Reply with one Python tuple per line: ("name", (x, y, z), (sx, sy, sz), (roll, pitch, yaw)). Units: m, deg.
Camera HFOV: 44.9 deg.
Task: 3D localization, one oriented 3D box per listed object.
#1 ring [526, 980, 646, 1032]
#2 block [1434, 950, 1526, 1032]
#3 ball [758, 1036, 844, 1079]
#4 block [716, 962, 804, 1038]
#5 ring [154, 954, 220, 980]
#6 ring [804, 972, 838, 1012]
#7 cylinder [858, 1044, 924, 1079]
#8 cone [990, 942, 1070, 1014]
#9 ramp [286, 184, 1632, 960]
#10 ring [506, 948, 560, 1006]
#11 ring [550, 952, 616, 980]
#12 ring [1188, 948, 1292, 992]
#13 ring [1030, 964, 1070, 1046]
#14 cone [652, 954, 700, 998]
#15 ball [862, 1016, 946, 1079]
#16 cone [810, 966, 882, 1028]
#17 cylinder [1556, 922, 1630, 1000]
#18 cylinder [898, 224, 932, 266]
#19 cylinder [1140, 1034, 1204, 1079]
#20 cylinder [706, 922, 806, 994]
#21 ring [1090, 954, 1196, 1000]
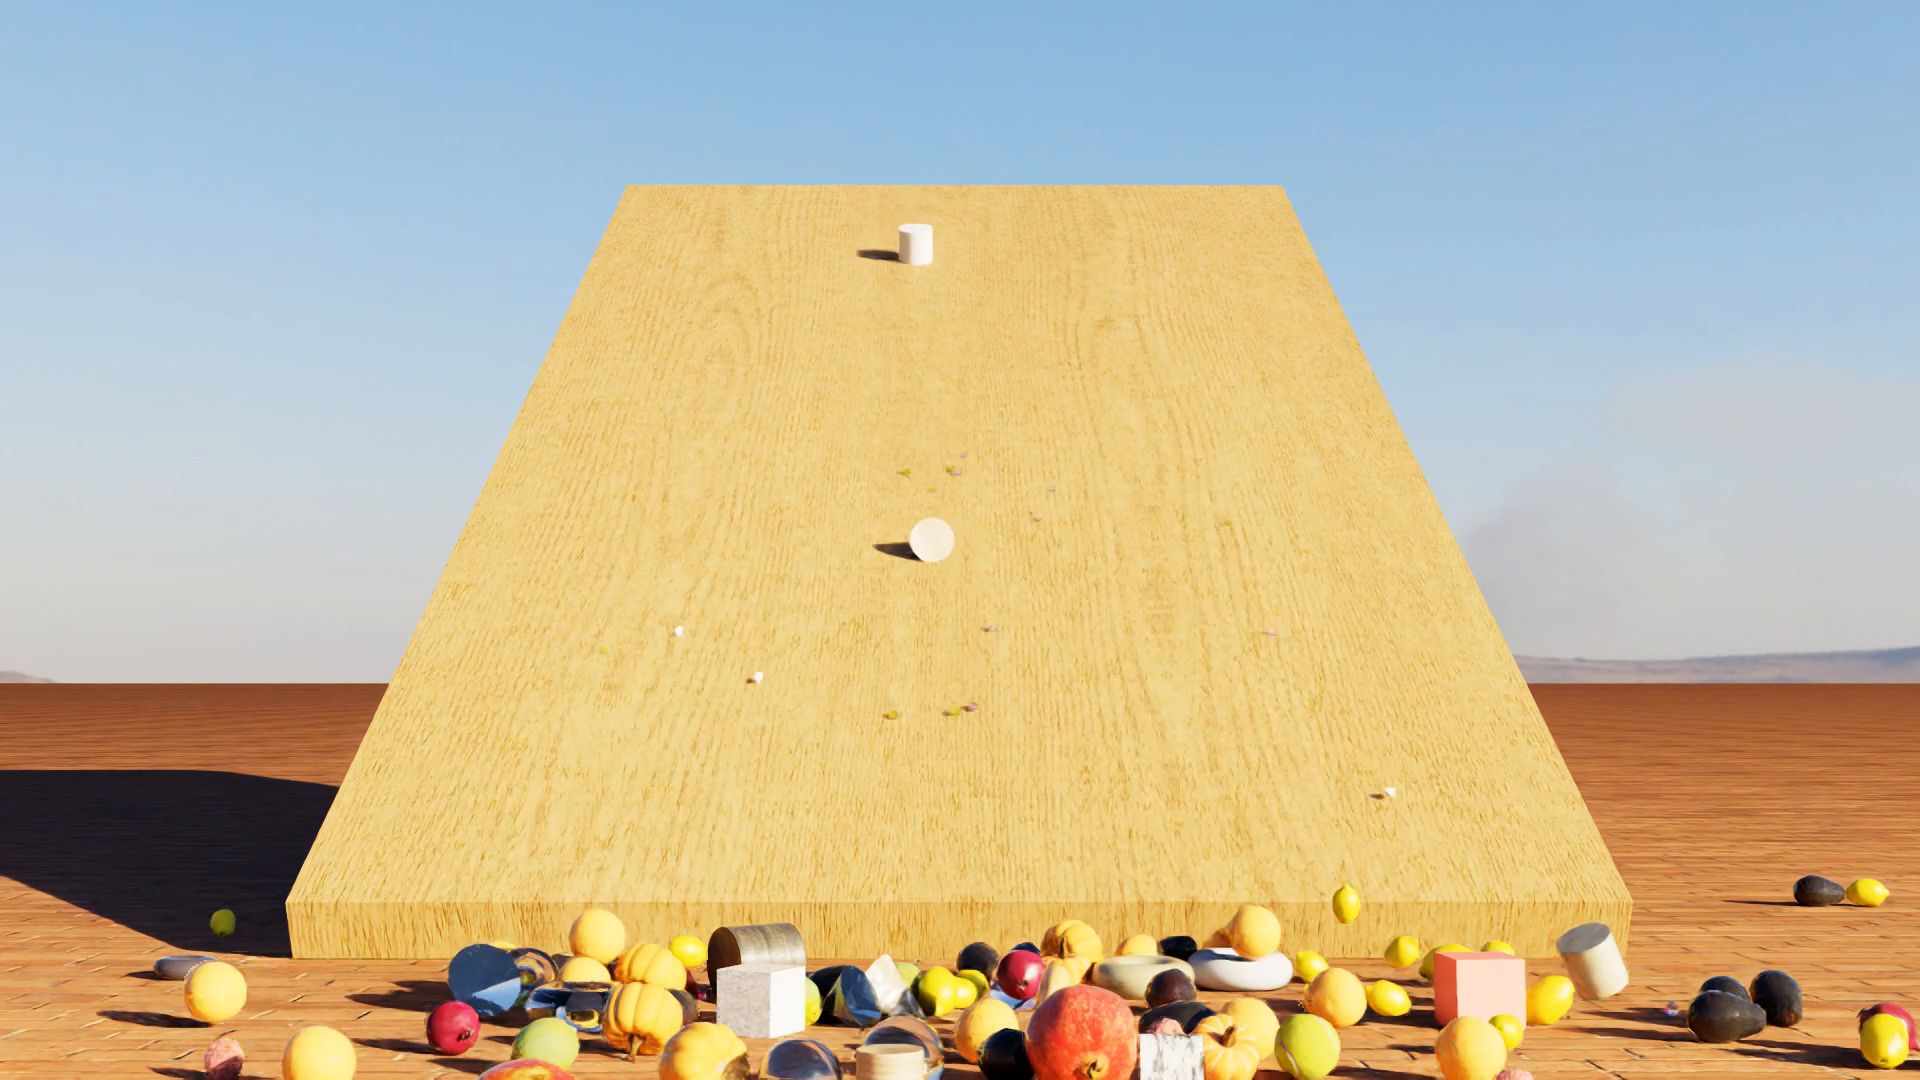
("ring", (-0.455, 0.566, 2.829), (0.145, 0.048, 0.145), (1, -4, 0))
("block", (0.631, 0.547, 2.825), (0.085, 0.085, 0.085), (0, -3, -7))
("ball", (-0.152, 0.513, 2.208), (0.081, 0.081, 0.081), (0, -3, 0))
("block", (-0.237, 0.549, 2.775), (0.076, 0.076, 0.076), (-2, -4, 28))
("ring", (-1.088, 0.601, 3.271), (0.088, 0.029, 0.088), (1, -5, 0))
("ring", (-0.202, 0.579, 2.987), (0.123, 0.041, 0.123), (1, -4, 0))
("cylinder", (-0.067, 0.523, 2.239), (0.065, 0.065, 0.065), (0, -3, 0))
("cone", (0.106, 0.576, 2.963), (0.096, 0.096, 0.096), (33, -20, -28))
("ramp", (-0.008, -0.228, 5.299), (2.000, 0.100, 4.000), (0, 24, 0))
("ring", (-0.562, 0.565, 3.007), (0.087, 0.087, 0.029), (1, -45, -15))
("ring", (-0.534, 0.600, 3.277), (0.098, 0.033, 0.098), (1, -5, 0))
("ring", (0.381, 0.586, 3.176), (0.146, 0.049, 0.146), (1, -4, 0))
("ring", (0.103, 0.530, 2.652), (0.031, 0.094, 0.094), (14, -4, -1))
("cone", (-0.367, 0.592, 3.099), (0.062, 0.062, 0.062), (-3, -32, 45))
("ball", (-0.057, 0.517, 2.314), (0.086, 0.086, 0.086), (0, -3, 0))
("cone", (-0.152, 0.572, 2.834), (0.080, 0.080, 0.080), (-30, -16, 22))
("cylinder", (0.788, 0.524, 2.895), (0.069, 0.069, 0.069), (-23, 13, 5))
("cylinder", (-0.121, -0.811, 6.375), (0.092, 0.092, 0.092), (0, 24, 0))
("cylinder", (0.213, 0.530, 2.343), (0.062, 0.062, 0.062), (0, -3, 4))
("cylinder", (-0.269, 0.555, 3.065), (0.096, 0.096, 0.096), (2, -4, -34))
("ring", (0.243, 0.583, 3.097), (0.140, 0.047, 0.140), (0, -2, 0))
